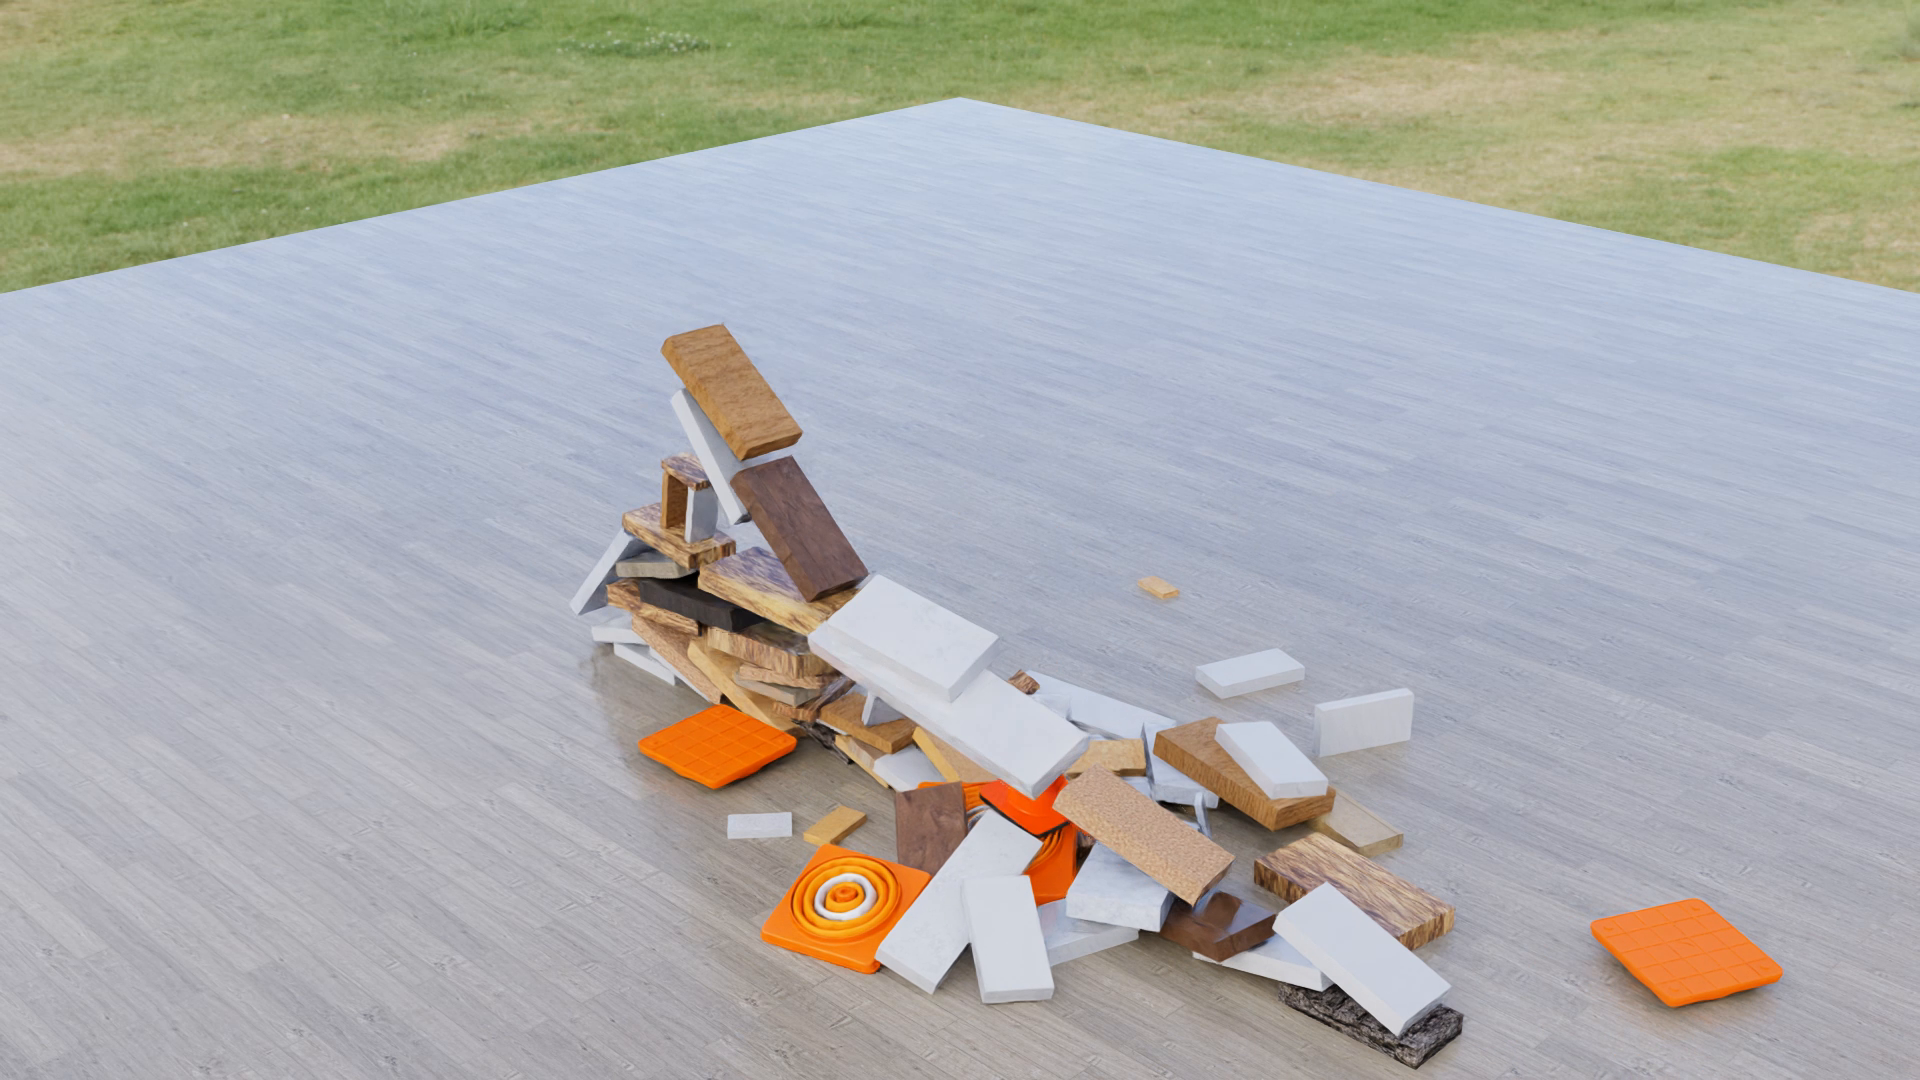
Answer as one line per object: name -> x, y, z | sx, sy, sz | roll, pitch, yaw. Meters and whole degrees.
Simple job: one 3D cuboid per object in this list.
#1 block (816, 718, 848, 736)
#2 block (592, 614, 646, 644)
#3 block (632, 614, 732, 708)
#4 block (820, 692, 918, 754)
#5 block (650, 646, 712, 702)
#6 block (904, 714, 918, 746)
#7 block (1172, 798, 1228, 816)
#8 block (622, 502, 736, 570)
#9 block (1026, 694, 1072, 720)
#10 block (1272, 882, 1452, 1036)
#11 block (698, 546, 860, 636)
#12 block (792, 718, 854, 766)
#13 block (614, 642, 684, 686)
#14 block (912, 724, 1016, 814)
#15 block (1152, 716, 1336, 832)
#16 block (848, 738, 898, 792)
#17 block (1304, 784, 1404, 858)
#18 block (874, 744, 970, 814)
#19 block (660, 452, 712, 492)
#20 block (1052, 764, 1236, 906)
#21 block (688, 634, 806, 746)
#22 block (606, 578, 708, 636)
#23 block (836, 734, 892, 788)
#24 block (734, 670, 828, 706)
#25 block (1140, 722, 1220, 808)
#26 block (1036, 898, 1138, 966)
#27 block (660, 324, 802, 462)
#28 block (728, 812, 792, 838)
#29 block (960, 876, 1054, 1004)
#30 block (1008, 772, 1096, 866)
block -> -0.275, 0.361, 4.692 | 0.175, 0.025, 0.087 | 21, 31, 36
block -> -0.748, 0.206, 5.128 | 0.114, 0.032, 0.229 | -21, 14, -40
block -> -0.577, 0.244, 4.953 | 0.161, 0.046, 0.322 | -21, 47, -40
block -> -0.183, 0.381, 4.591 | 0.202, 0.029, 0.101 | 22, 33, 35
block -> -0.589, 0.282, 4.984 | 0.114, 0.032, 0.229 | -20, 41, -39
block -> -0.109, 0.395, 4.799 | 0.087, 0.025, 0.175 | 6, 24, 14
block -> 0.509, 0.523, 4.503 | 0.139, 0.020, 0.070 | -17, 28, -34
block -> -0.625, -0.014, 4.884 | 0.126, 0.036, 0.252 | -20, 35, -38
block -> 0.164, 0.411, 4.696 | 0.117, 0.033, 0.233 | 0, 31, 12
block -> 0.692, 0.719, 3.794 | 0.141, 0.040, 0.283 | -22, 51, -42
block -> -0.361, 0.110, 4.600 | 0.347, 0.049, 0.174 | 21, 27, 34
block -> -0.269, 0.408, 4.703 | 0.175, 0.025, 0.087 | 35, 40, 28
block -> -0.685, 0.268, 5.088 | 0.114, 0.032, 0.229 | -21, 31, -40
block -> 0.013, 0.463, 4.499 | 0.117, 0.033, 0.233 | -1, 37, -41
block -> 0.573, 0.469, 4.454 | 0.172, 0.049, 0.345 | -11, 29, -38
block -> -0.126, 0.464, 4.558 | 0.101, 0.029, 0.203 | -22, 48, -41
block -> 0.769, 0.563, 4.393 | 0.111, 0.031, 0.222 | -13, 26, -27
block -> -0.068, 0.496, 4.480 | 0.203, 0.029, 0.101 | 34, 39, 27
block -> -0.583, -0.149, 4.780 | 0.070, 0.020, 0.140 | -20, 36, -34
block -> 0.339, 0.540, 4.055 | 0.315, 0.045, 0.158 | 33, 26, 18
block -> -0.435, 0.311, 4.828 | 0.161, 0.046, 0.322 | -21, 52, -41
block -> -0.633, 0.135, 4.969 | 0.322, 0.046, 0.161 | 16, 27, 42
block -> -0.173, 0.452, 4.617 | 0.087, 0.025, 0.175 | -19, 42, -38
block -> -0.382, 0.301, 4.688 | 0.191, 0.027, 0.095 | 16, 30, 41
block -> 0.453, 0.462, 4.545 | 0.134, 0.038, 0.267 | 8, 23, -4
block -> 0.180, 0.716, 4.025 | 0.265, 0.037, 0.132 | -12, 26, -26
block -> -0.480, -0.312, 4.615 | 0.154, 0.044, 0.309 | -21, 67, -44
block -> -0.400, 0.570, 4.393 | 0.127, 0.018, 0.063 | -2, 23, -4
block -> 0.083, 0.709, 3.918 | 0.123, 0.035, 0.246 | -1, 44, -11
block -> 0.183, 0.550, 4.369 | 0.117, 0.033, 0.233 | -5, 34, -12
